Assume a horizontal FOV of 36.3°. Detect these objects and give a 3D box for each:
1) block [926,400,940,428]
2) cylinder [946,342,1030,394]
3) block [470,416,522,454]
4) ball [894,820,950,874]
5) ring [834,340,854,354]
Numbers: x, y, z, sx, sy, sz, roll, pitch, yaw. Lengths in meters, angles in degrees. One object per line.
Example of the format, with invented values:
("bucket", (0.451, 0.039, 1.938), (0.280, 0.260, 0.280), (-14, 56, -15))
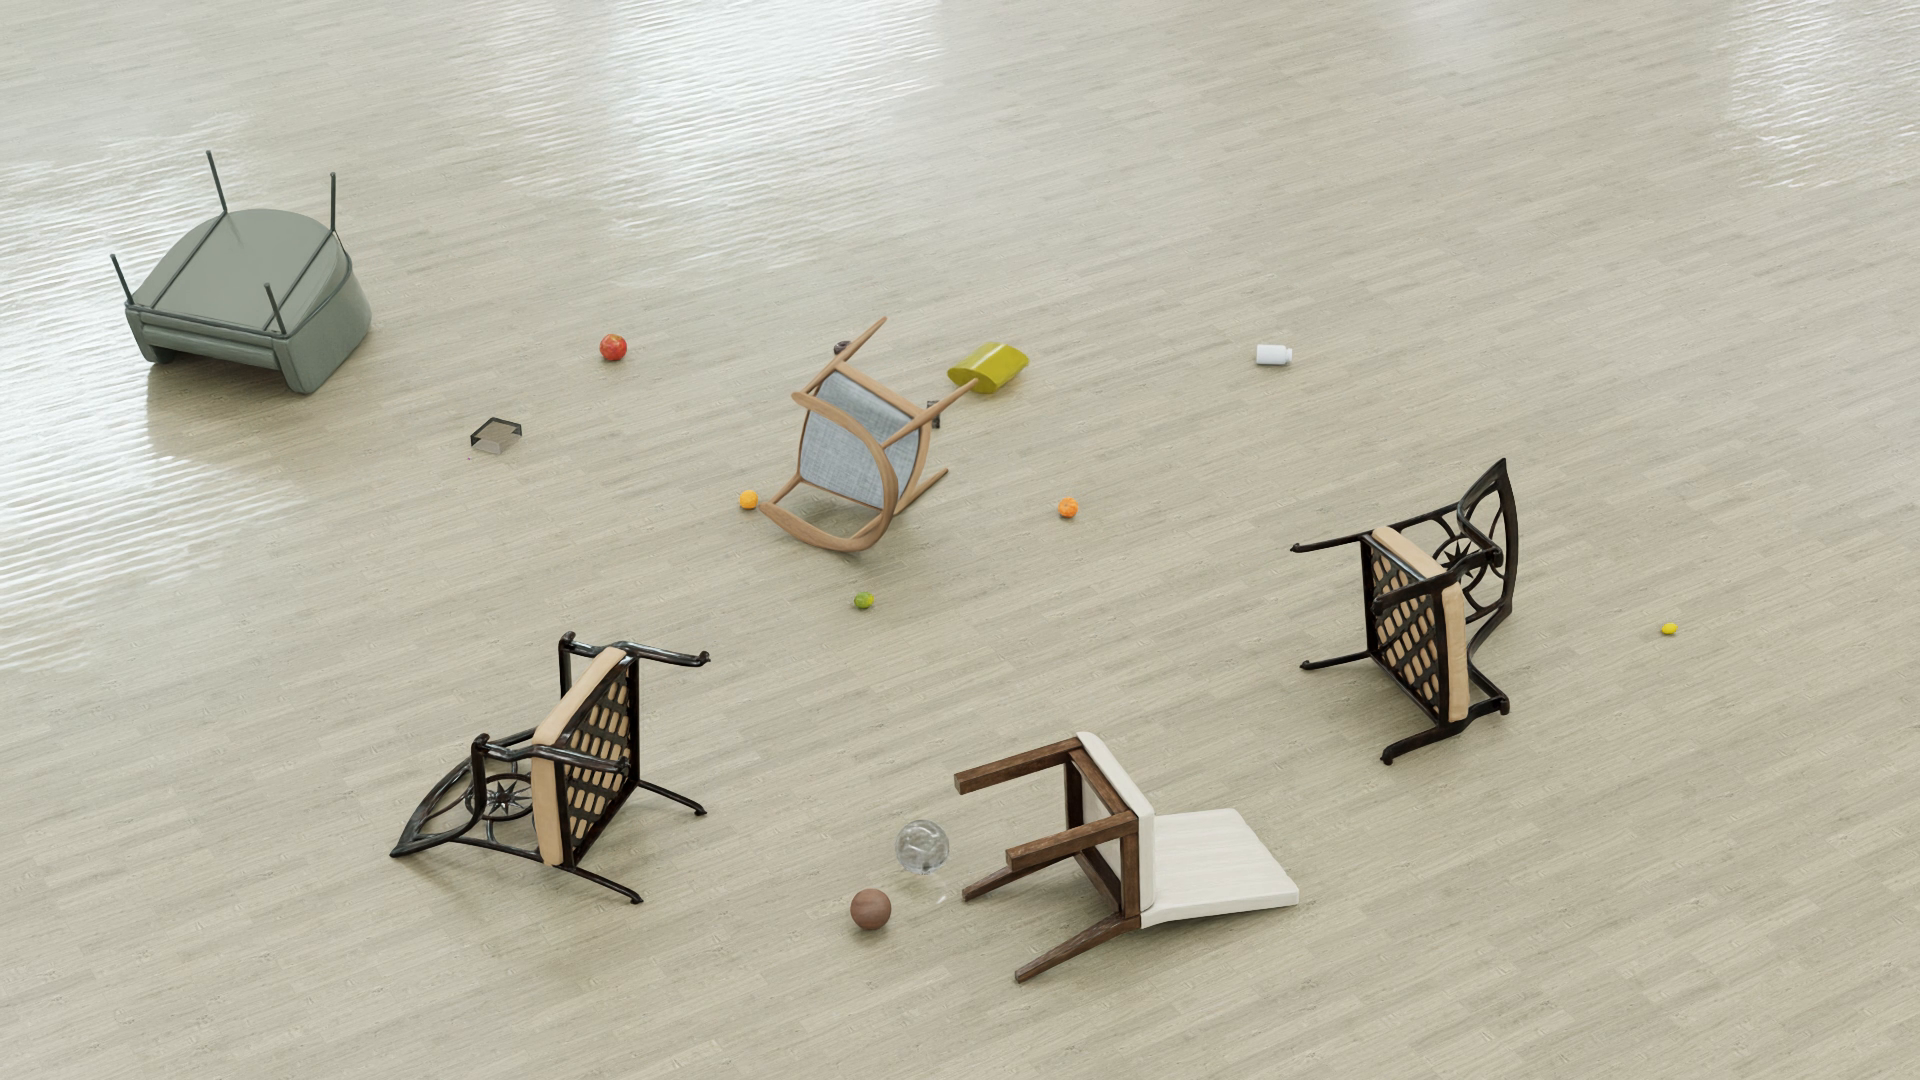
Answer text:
("block", (-0.105, -0.499, 11.632), (0.047, 0.076, 0.086), (-2, 33, -3))
("cylinder", (0.115, -0.701, 11.917), (0.242, 0.100, 0.247), (18, 37, 29))
("block", (-1.821, -0.410, 11.518), (0.135, 0.053, 0.157), (15, 36, 21))
("ball", (-0.120, 0.974, 9.306), (0.176, 0.176, 0.176), (0, 33, 0))
("ring", (-0.481, -0.795, 12.120), (0.099, 0.035, 0.067), (-26, 40, -36))
